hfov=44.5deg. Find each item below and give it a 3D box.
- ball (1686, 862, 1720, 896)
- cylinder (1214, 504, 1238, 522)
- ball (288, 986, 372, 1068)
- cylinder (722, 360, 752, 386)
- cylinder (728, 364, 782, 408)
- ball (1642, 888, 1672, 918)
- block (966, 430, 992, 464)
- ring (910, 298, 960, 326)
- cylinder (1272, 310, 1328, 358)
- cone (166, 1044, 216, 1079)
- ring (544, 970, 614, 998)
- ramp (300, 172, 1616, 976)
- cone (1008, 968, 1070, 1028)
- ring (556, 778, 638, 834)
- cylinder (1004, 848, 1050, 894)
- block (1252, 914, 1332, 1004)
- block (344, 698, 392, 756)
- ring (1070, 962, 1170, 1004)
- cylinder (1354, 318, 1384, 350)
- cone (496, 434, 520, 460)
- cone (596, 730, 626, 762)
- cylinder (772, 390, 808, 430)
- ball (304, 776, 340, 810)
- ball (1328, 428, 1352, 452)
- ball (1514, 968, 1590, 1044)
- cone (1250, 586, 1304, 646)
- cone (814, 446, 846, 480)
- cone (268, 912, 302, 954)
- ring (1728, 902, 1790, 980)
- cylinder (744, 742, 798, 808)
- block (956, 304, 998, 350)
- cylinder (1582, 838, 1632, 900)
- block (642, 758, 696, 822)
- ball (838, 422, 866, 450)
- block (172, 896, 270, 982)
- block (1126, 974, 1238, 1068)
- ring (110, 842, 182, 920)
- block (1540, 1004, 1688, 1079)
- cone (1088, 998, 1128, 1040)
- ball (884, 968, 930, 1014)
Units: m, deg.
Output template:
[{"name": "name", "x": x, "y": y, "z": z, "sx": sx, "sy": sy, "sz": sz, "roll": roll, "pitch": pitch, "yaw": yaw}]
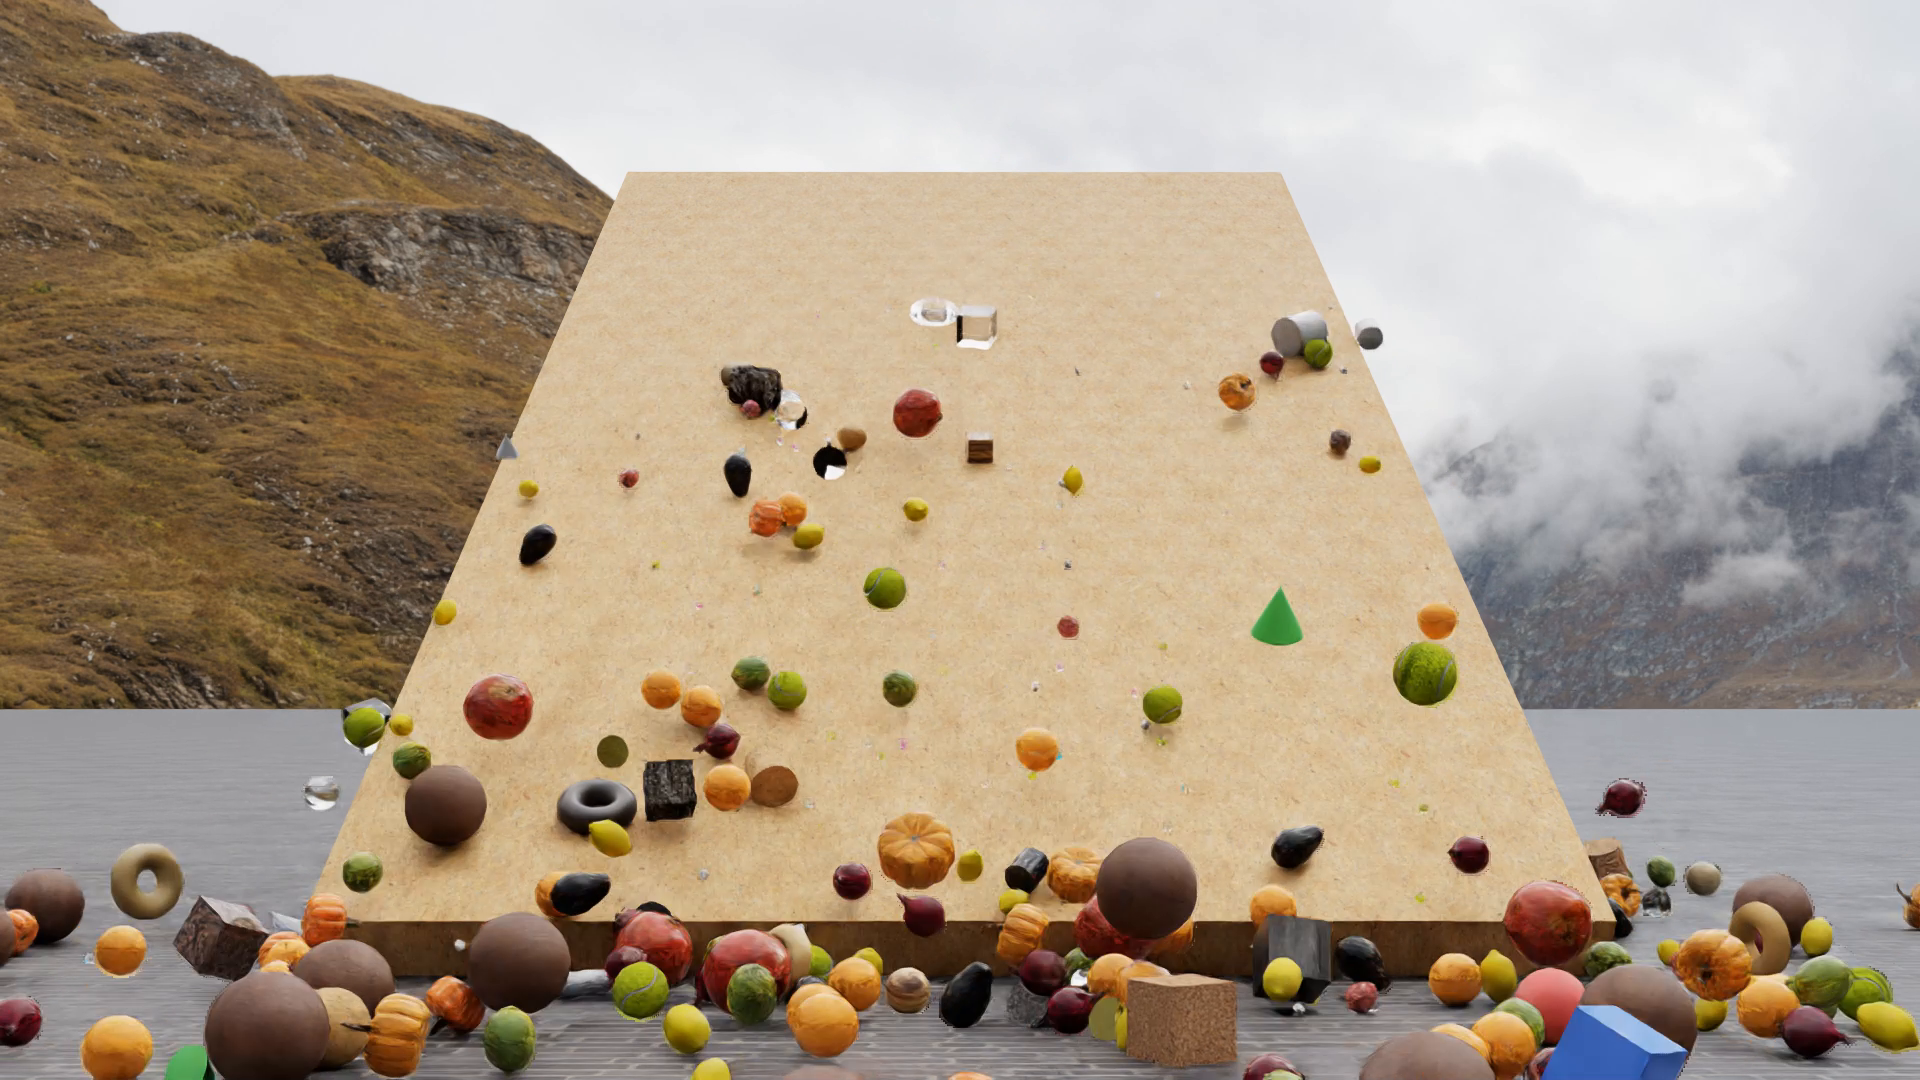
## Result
[{"name": "ball", "x": 1.615, "y": 0.736, "z": 5.094, "sx": 0.073, "sy": 0.073, "sz": 0.073, "roll": 0, "pitch": -4, "yaw": 0}, {"name": "cylinder", "x": 0.558, "y": -0.050, "z": 4.900, "sx": 0.050, "sy": 0.050, "sz": 0.050, "roll": -4, "pitch": 1, "yaw": 0}, {"name": "ball", "x": -0.723, "y": 0.560, "z": 2.694, "sx": 0.092, "sy": 0.092, "sz": 0.092, "roll": 0, "pitch": -4, "yaw": 0}, {"name": "cylinder", "x": -0.528, "y": -0.392, "z": 5.549, "sx": 0.059, "sy": 0.059, "sz": 0.059, "roll": 5, "pitch": -3, "yaw": 10}, {"name": "cylinder", "x": -0.474, "y": -0.355, "z": 5.429, "sx": 0.092, "sy": 0.092, "sz": 0.092, "roll": 9, "pitch": 0, "yaw": 24}, {"name": "ball", "x": 1.359, "y": 0.708, "z": 4.575, "sx": 0.056, "sy": 0.056, "sz": 0.056, "roll": 0, "pitch": -4, "yaw": 0}, {"name": "block", "x": 0.042, "y": -0.205, "z": 5.162, "sx": 0.055, "sy": 0.055, "sz": 0.055, "roll": -2, "pitch": 25, "yaw": -4}, {"name": "ring", "x": -0.066, "y": -0.580, "z": 5.970, "sx": 0.129, "sy": 0.043, "sz": 0.129, "roll": 1, "pitch": 25, "yaw": -1}, {"name": "cylinder", "x": 0.833, "y": -0.505, "z": 5.746, "sx": 0.097, "sy": 0.097, "sz": 0.097, "roll": -18, "pitch": 8, "yaw": -38}, {"name": "cone", "x": -0.821, "y": 0.583, "z": 2.542, "sx": 0.055, "sy": 0.055, "sz": 0.055, "roll": -2, "pitch": -31, "yaw": 26}, {"name": "ring", "x": -0.545, "y": 0.634, "z": 3.353, "sx": 0.100, "sy": 0.033, "sz": 0.100, "roll": -4, "pitch": -8, "yaw": -1}, {"name": "ramp", "x": -0.009, "y": -0.229, "z": 5.394, "sx": 2.000, "sy": 0.100, "sz": 4.000, "roll": 0, "pitch": 25, "yaw": 0}, {"name": "cone", "x": 0.119, "y": 0.613, "z": 3.060, "sx": 0.082, "sy": 0.082, "sz": 0.082, "roll": -4, "pitch": -32, "yaw": 45}, {"name": "ring", "x": -0.591, "y": 0.433, "z": 3.817, "sx": 0.132, "sy": 0.044, "sz": 0.132, "roll": 4, "pitch": 26, "yaw": -2}, {"name": "cylinder", "x": 0.104, "y": 0.511, "z": 3.622, "sx": 0.053, "sy": 0.053, "sz": 0.053, "roll": -2, "pitch": 24, "yaw": 32}, {"name": "block", "x": 0.454, "y": 0.574, "z": 3.215, "sx": 0.087, "sy": 0.087, "sz": 0.087, "roll": 8, "pitch": -32, "yaw": -6}, {"name": "block", "x": -1.099, "y": 0.347, "z": 4.369, "sx": 0.069, "sy": 0.069, "sz": 0.069, "roll": -20, "pitch": 36, "yaw": -42}, {"name": "ring", "x": 0.227, "y": 0.623, "z": 3.290, "sx": 0.145, "sy": 0.048, "sz": 0.145, "roll": -1, "pitch": -4, "yaw": 0}, {"name": "cylinder", "x": 1.016, "y": -0.513, "z": 5.833, "sx": 0.063, "sy": 0.063, "sz": 0.063, "roll": 0, "pitch": 26, "yaw": 0}, {"name": "cone", "x": -0.999, "y": -0.211, "z": 5.169, "sx": 0.054, "sy": 0.054, "sz": 0.054, "roll": 0, "pitch": 25, "yaw": 0}, {"name": "cone", "x": -0.583, "y": 0.360, "z": 3.996, "sx": 0.056, "sy": 0.056, "sz": 0.056, "roll": -1, "pitch": -21, "yaw": 20}, {"name": "cylinder", "x": -0.387, "y": -0.297, "z": 5.333, "sx": 0.072, "sy": 0.072, "sz": 0.072, "roll": 1, "pitch": 24, "yaw": -15}, {"name": "ball", "x": -1.092, "y": 0.434, "z": 4.009, "sx": 0.058, "sy": 0.058, "sz": 0.058, "roll": 0, "pitch": -4, "yaw": 0}, {"name": "ball", "x": 0.843, "y": -0.220, "z": 5.202, "sx": 0.052, "sy": 0.052, "sz": 0.052, "roll": 0, "pitch": -4, "yaw": 0}, {"name": "ball", "x": 0.729, "y": 0.573, "z": 2.887, "sx": 0.092, "sy": 0.092, "sz": 0.092, "roll": 0, "pitch": -4, "yaw": 0}, {"name": "cone", "x": 0.598, "y": 0.130, "z": 4.401, "sx": 0.099, "sy": 0.099, "sz": 0.099, "roll": 0, "pitch": 25, "yaw": 0}, {"name": "cone", "x": -0.288, "y": -0.165, "z": 5.101, "sx": 0.072, "sy": 0.072, "sz": 0.072, "roll": 1, "pitch": -2, "yaw": -10}, {"name": "cone", "x": -1.128, "y": 0.641, "z": 3.905, "sx": 0.069, "sy": 0.069, "sz": 0.069, "roll": 45, "pitch": -9, "yaw": -4}, {"name": "ring", "x": 1.203, "y": 0.605, "z": 3.531, "sx": 0.039, "sy": 0.118, "sz": 0.118, "roll": 0, "pitch": -4, "yaw": -21}, {"name": "cylinder", "x": -0.313, "y": 0.387, "z": 3.876, "sx": 0.079, "sy": 0.079, "sz": 0.079, "roll": 1, "pitch": 24, "yaw": -15}, {"name": "block", "x": 0.042, "y": -0.529, "z": 5.816, "sx": 0.082, "sy": 0.082, "sz": 0.082, "roll": 7, "pitch": 26, "yaw": 14}, {"name": "cylinder", "x": 1.336, "y": 0.684, "z": 4.872, "sx": 0.098, "sy": 0.098, "sz": 0.098, "roll": -15, "pitch": 9, "yaw": 2}, {"name": "block", "x": -0.469, "y": 0.404, "z": 3.784, "sx": 0.074, "sy": 0.074, "sz": 0.074, "roll": -3, "pitch": -26, "yaw": -14}, {"name": "ball", "x": -0.240, "y": -0.230, "z": 5.202, "sx": 0.065, "sy": 0.065, "sz": 0.065, "roll": 0, "pitch": -4, "yaw": 0}, {"name": "block", "x": -1.082, "y": 0.585, "z": 3.438, "sx": 0.083, "sy": 0.083, "sz": 0.083, "roll": 31, "pitch": 0, "yaw": 40}, {"name": "block", "x": 0.261, "y": 0.564, "z": 2.758, "sx": 0.092, "sy": 0.092, "sz": 0.092, "roll": 2, "pitch": -5, "yaw": -32}, {"name": "ring", "x": -1.469, "y": 0.617, "z": 4.236, "sx": 0.046, "sy": 0.139, "sz": 0.139, "roll": -10, "pitch": -9, "yaw": 38}, {"name": "block", "x": 0.638, "y": 0.515, "z": 2.291, "sx": 0.086, "sy": 0.086, "sz": 0.086, "roll": 31, "pitch": 13, "yaw": 40}, {"name": "cone", "x": 0.197, "y": 0.607, "z": 2.938, "sx": 0.055, "sy": 0.055, "sz": 0.055, "roll": -2, "pitch": -26, "yaw": 26}, {"name": "ball", "x": -0.071, "y": 0.607, "z": 3.156, "sx": 0.062, "sy": 0.062, "sz": 0.062, "roll": 0, "pitch": -4, "yaw": 0}]
